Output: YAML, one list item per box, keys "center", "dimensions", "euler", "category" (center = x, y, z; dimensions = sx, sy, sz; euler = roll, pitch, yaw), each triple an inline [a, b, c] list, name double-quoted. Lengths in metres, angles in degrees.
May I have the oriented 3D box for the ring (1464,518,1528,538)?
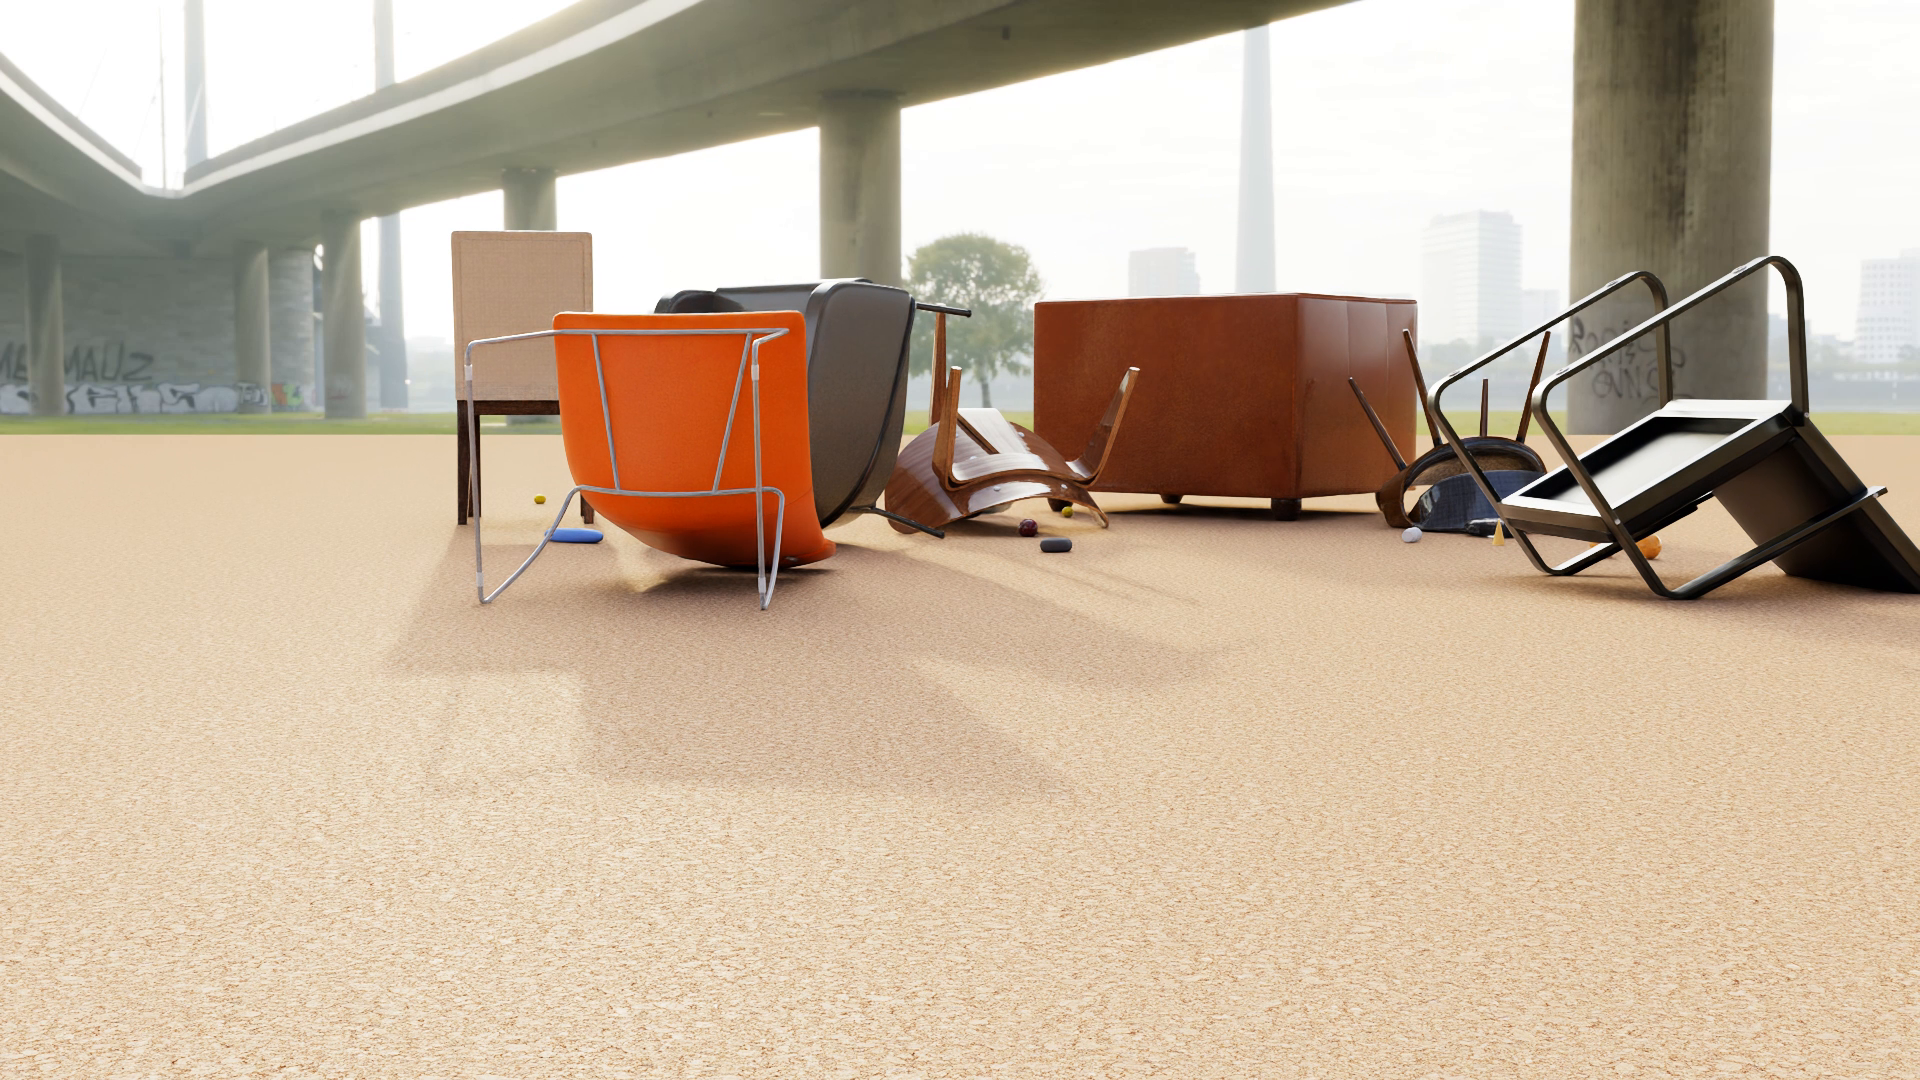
- center: [1.634, -0.037, 6.700]
  dimensions: [0.171, 0.053, 0.200]
  euler: [-2, 5, -43]
  category: "ring"

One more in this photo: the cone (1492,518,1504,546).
- center: [1.555, -0.026, 6.346]
  dimensions: [0.037, 0.080, 0.063]
  euler: [1, 4, 19]
  category: "cone"

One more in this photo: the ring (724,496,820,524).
- center: [-0.636, -0.104, 7.457]
  dimensions: [0.328, 0.084, 0.324]
  euler: [2, 3, 11]
  category: "ring"

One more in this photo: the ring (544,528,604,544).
- center: [-1.135, -0.013, 6.464]
  dimensions: [0.242, 0.039, 0.086]
  euler: [3, 4, 39]
  category: "ring"

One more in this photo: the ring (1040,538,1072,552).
- center: [0.266, 0.014, 6.078]
  dimensions: [0.083, 0.037, 0.107]
  euler: [1, 3, 33]
  category: "ring"

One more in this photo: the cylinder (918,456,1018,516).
- center: [0.027, -0.192, 7.830]
  dimensions: [0.247, 0.206, 0.258]
  euler: [-4, 14, -42]
  category: "cylinder"
